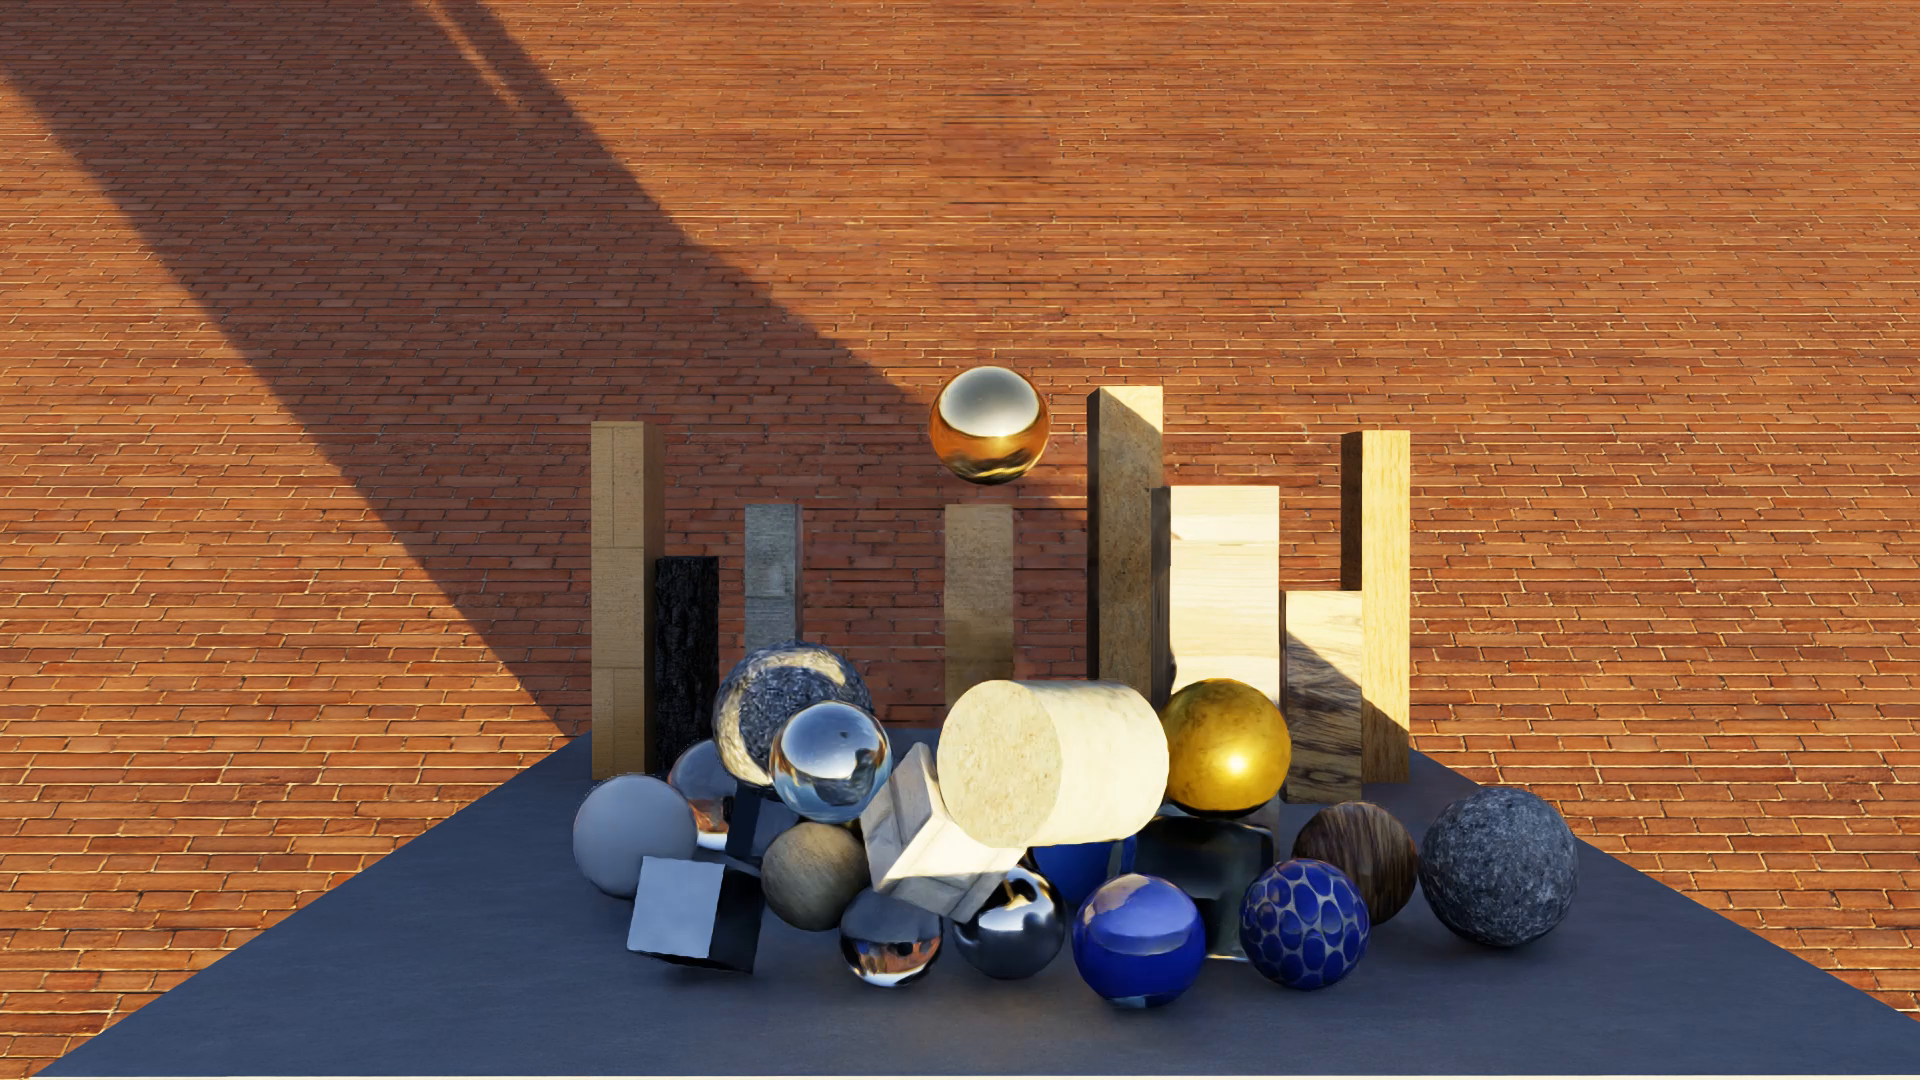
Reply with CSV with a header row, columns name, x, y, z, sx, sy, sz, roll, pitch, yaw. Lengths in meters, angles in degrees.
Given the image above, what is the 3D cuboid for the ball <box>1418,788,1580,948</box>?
name,x,y,z,sx,sy,sz,roll,pitch,yaw
ball,0.699,0.425,3.351,0.206,0.206,0.206,0,28,0

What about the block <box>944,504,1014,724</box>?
name,x,y,z,sx,sy,sz,roll,pitch,yaw
block,0.029,0.229,4.173,0.108,0.574,0.269,0,1,0

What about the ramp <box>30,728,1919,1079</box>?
name,x,y,z,sx,sy,sz,roll,pitch,yaw
ramp,0.062,0.560,4.598,2.000,0.100,4.000,0,1,0

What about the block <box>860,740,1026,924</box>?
name,x,y,z,sx,sy,sz,roll,pitch,yaw
block,-0.022,0.347,3.061,0.131,0.131,0.131,23,28,-25

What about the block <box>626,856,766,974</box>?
name,x,y,z,sx,sy,sz,roll,pitch,yaw
block,-0.320,0.458,3.154,0.114,0.114,0.114,2,-16,25

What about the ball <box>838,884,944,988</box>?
name,x,y,z,sx,sy,sz,roll,pitch,yaw
ball,-0.082,0.469,3.076,0.126,0.126,0.126,0,28,0

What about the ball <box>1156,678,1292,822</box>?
name,x,y,z,sx,sy,sz,roll,pitch,yaw
ball,0.323,0.261,3.223,0.178,0.178,0.178,0,28,0

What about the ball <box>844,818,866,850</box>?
name,x,y,z,sx,sy,sz,roll,pitch,yaw
ball,-0.134,0.447,4.098,0.141,0.141,0.141,0,28,0

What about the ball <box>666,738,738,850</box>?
name,x,y,z,sx,sy,sz,roll,pitch,yaw
ball,-0.393,0.420,4.284,0.190,0.190,0.190,0,28,0

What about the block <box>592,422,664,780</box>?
name,x,y,z,sx,sy,sz,roll,pitch,yaw
block,-0.712,0.123,5.565,0.109,0.746,0.390,0,1,0

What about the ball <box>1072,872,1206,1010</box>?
name,x,y,z,sx,sy,sz,roll,pitch,yaw
ball,0.204,0.457,2.947,0.154,0.154,0.154,0,28,0

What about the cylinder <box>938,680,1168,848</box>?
name,x,y,z,sx,sy,sz,roll,pitch,yaw
cylinder,0.108,0.258,2.995,0.190,0.190,0.190,27,15,41

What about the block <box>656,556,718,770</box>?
name,x,y,z,sx,sy,sz,roll,pitch,yaw
block,-0.633,0.267,5.776,0.149,0.453,0.400,0,1,0

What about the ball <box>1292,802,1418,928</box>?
name,x,y,z,sx,sy,sz,roll,pitch,yaw
ball,0.534,0.440,3.496,0.172,0.172,0.172,0,28,0

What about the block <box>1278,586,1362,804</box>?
name,x,y,z,sx,sy,sz,roll,pitch,yaw
block,0.697,0.299,5.134,0.144,0.406,0.373,0,1,0

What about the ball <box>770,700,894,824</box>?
name,x,y,z,sx,sy,sz,roll,pitch,yaw
ball,-0.156,0.270,3.138,0.151,0.151,0.151,0,28,0

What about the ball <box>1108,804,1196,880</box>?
name,x,y,z,sx,sy,sz,roll,pitch,yaw
ball,0.284,0.439,3.417,0.177,0.177,0.177,0,28,0

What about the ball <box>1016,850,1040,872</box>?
name,x,y,z,sx,sy,sz,roll,pitch,yaw
ball,0.047,0.433,3.259,0.113,0.113,0.113,0,28,0

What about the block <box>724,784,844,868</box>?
name,x,y,z,sx,sy,sz,roll,pitch,yaw
block,-0.266,0.440,3.964,0.123,0.123,0.123,0,-19,31

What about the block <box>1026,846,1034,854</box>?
name,x,y,z,sx,sy,sz,roll,pitch,yaw
block,0.158,0.436,3.996,0.165,0.165,0.165,-1,1,-40

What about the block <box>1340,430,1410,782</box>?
name,x,y,z,sx,sy,sz,roll,pitch,yaw
block,0.875,0.135,5.459,0.097,0.724,0.302,0,1,0

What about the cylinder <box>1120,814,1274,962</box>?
name,x,y,z,sx,sy,sz,roll,pitch,yaw
cylinder,0.293,0.435,3.237,0.172,0.172,0.172,6,28,-1

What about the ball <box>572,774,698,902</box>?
name,x,y,z,sx,sy,sz,roll,pitch,yaw
ball,-0.471,0.432,3.746,0.182,0.182,0.182,0,28,0

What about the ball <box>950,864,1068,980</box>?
name,x,y,z,sx,sy,sz,roll,pitch,yaw
ball,0.059,0.461,3.124,0.141,0.141,0.141,0,28,0

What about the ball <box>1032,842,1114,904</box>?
name,x,y,z,sx,sy,sz,roll,pitch,yaw
ball,0.175,0.452,3.713,0.142,0.142,0.142,0,28,0

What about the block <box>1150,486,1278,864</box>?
name,x,y,z,sx,sy,sz,roll,pitch,yaw
block,0.358,0.224,3.678,0.147,0.598,0.348,0,1,0

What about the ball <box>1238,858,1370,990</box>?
name,x,y,z,sx,sy,sz,roll,pitch,yaw
ball,0.408,0.455,3.060,0.155,0.155,0.155,0,28,0

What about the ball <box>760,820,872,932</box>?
name,x,y,z,sx,sy,sz,roll,pitch,yaw
ball,-0.176,0.411,3.158,0.135,0.135,0.135,0,28,0

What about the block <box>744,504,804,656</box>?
name,x,y,z,sx,sy,sz,roll,pitch,yaw
block,-0.400,0.210,5.578,0.108,0.573,0.282,0,1,0

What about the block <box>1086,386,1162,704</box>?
name,x,y,z,sx,sy,sz,roll,pitch,yaw
block,0.267,0.136,4.251,0.098,0.758,0.406,0,1,0

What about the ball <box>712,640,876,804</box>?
name,x,y,z,sx,sy,sz,roll,pitch,yaw
ball,-0.213,0.233,3.308,0.209,0.209,0.209,0,28,0

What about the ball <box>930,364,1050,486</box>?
name,x,y,z,sx,sy,sz,roll,pitch,yaw
ball,0.033,-0.128,2.871,0.134,0.134,0.134,0,28,0
